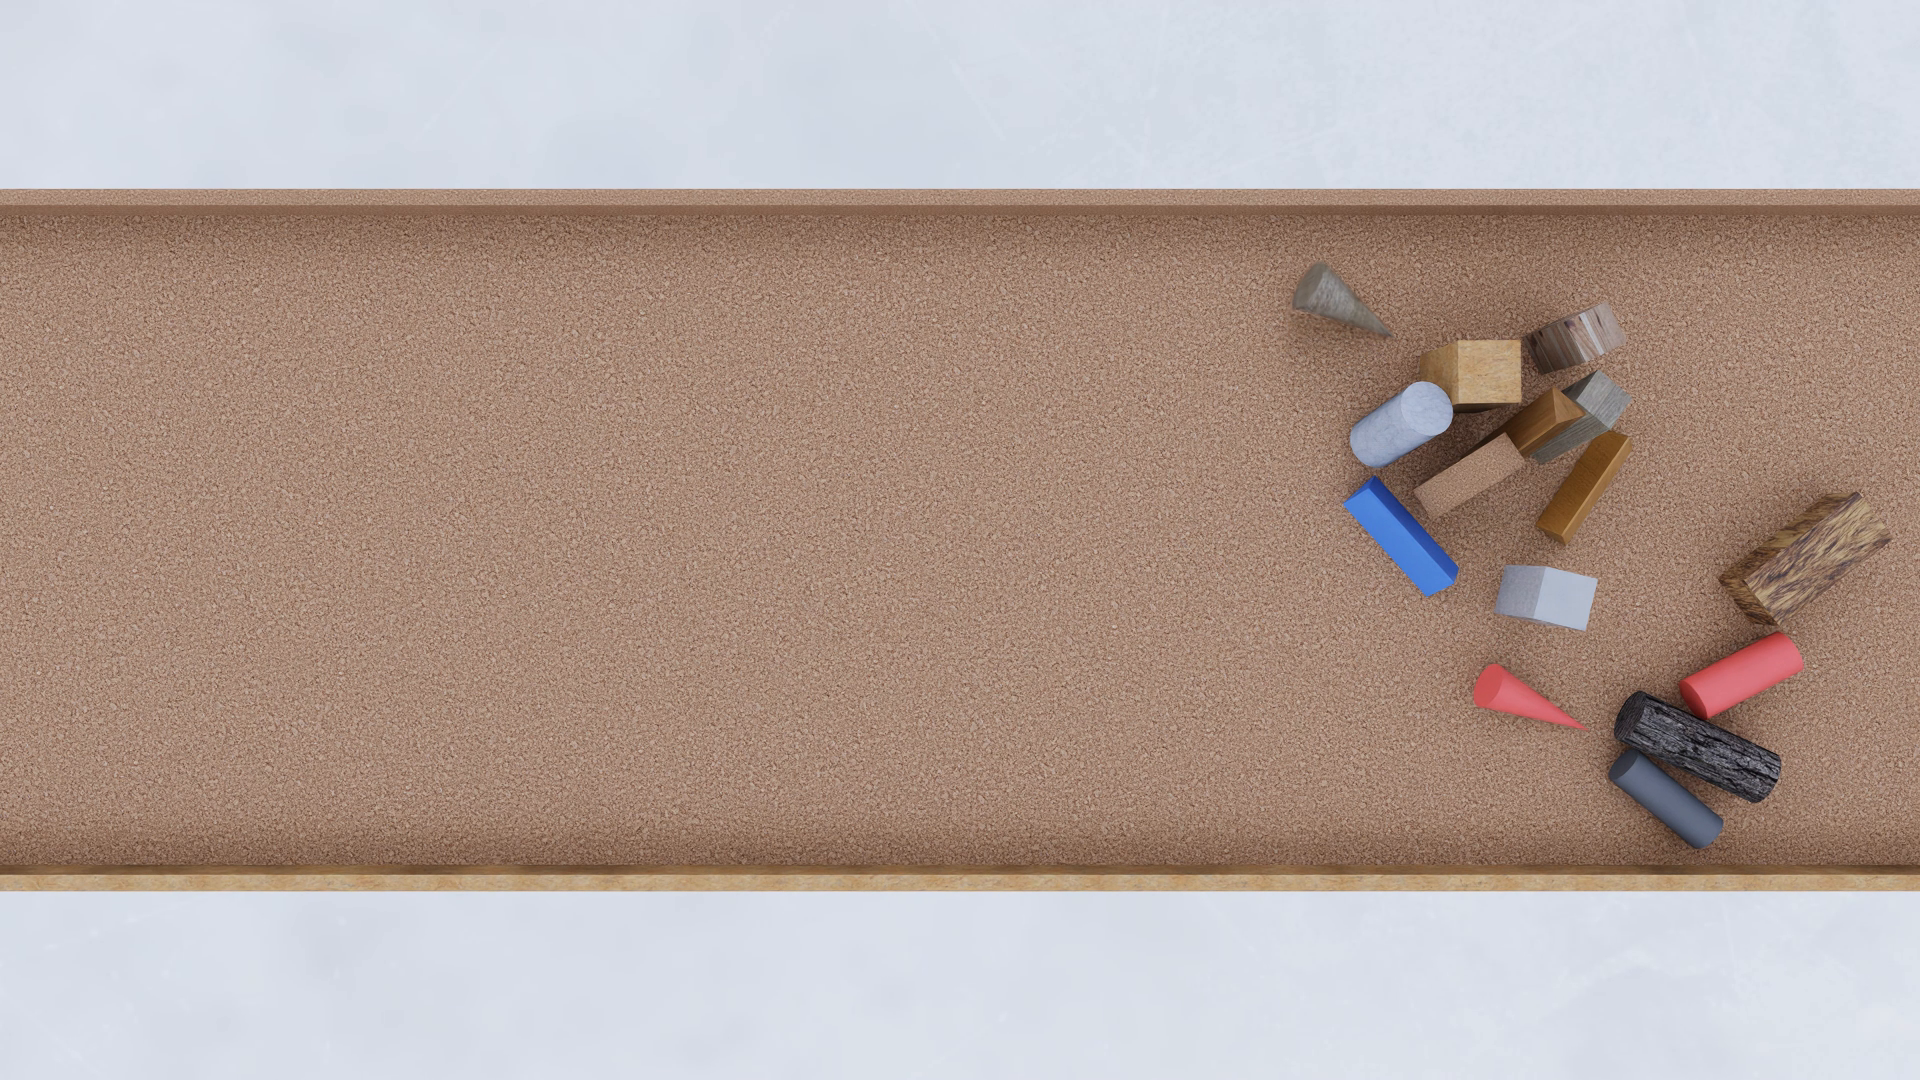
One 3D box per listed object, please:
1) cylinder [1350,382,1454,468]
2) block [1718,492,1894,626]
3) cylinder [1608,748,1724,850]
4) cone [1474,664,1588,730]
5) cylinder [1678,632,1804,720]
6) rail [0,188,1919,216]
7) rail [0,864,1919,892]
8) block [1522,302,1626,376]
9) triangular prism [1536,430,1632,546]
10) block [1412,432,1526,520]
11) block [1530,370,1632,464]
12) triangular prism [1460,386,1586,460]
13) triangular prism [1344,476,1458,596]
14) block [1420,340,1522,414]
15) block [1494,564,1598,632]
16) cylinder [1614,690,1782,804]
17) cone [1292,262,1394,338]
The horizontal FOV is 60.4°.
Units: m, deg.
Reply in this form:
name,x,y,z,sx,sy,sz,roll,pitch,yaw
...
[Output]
name,x,y,z,sx,sy,sz,roll,pitch,yaw
cylinder,1.306,-0.339,4.895,0.164,0.328,0.164,3,75,-12
block,2.554,0.057,4.989,0.429,0.175,0.175,-38,90,0
cylinder,2.146,0.787,5.015,0.333,0.123,0.123,39,90,0
cone,1.771,0.514,5.042,0.373,0.142,0.142,23,90,-11
cylinder,2.370,0.413,5.008,0.325,0.137,0.137,-27,90,0
rail,-2.247,-1.025,5.002,12.000,0.150,0.050,0,90,0
rail,-2.247,1.025,5.001,12.000,0.150,0.050,0,90,0
block,1.818,-0.595,4.893,0.131,0.367,0.131,-26,90,0
triangular prism,1.918,-0.162,5.025,0.114,0.098,0.362,34,90,0
block,1.511,-0.187,4.903,0.109,0.328,0.109,-29,83,-31
block,1.804,-0.360,4.883,0.128,0.366,0.128,40,72,0
triangular prism,1.637,-0.301,4.874,0.121,0.441,0.105,-16,73,-28
triangular prism,1.355,-0.012,5.017,0.131,0.114,0.386,-42,90,0
block,1.507,-0.480,4.886,0.178,0.380,0.178,-1,90,0
block,1.735,0.168,4.901,0.153,0.352,0.153,14,90,0
cylinder,2.230,0.626,4.994,0.447,0.166,0.166,25,90,0
cone,1.198,-0.696,5.038,0.332,0.157,0.157,28,90,-13
